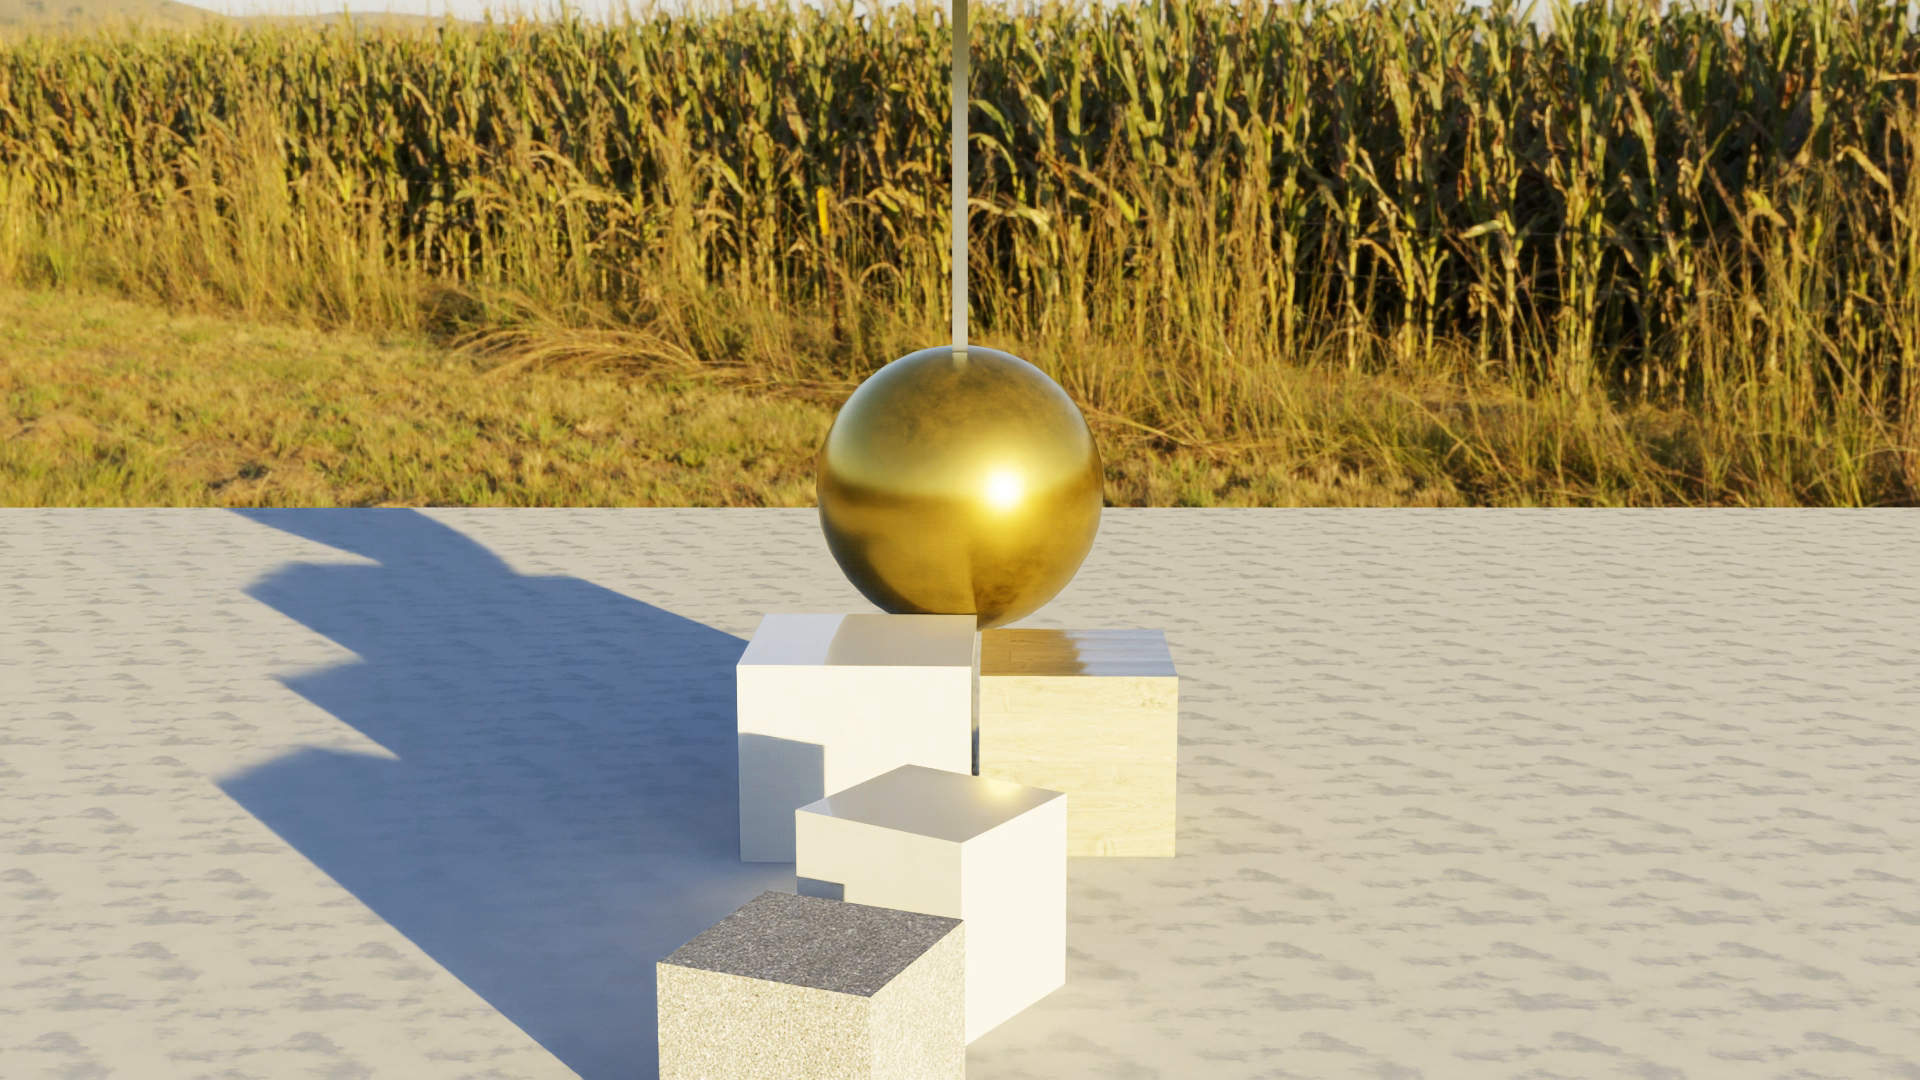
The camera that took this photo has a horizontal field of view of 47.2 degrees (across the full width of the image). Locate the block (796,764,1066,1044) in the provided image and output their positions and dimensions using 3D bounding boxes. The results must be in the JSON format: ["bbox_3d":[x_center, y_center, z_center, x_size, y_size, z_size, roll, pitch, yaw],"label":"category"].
[{"bbox_3d":[-0.111,1.481,9.086,0.801,0.835,0.799,7,12,33],"label":"block"}]

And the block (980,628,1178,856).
[{"bbox_3d":[0.592,1.025,11.369,0.969,0.916,1.064,0,10,1],"label":"block"}]

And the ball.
[{"bbox_3d":[0.000,-0.283,12.209,1.600,1.600,1.600,0,10,0],"label":"ball"}]

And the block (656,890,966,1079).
[{"bbox_3d":[-0.521,1.769,7.966,0.826,0.670,0.818,4,11,23],"label":"block"}]

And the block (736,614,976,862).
[{"bbox_3d":[-0.496,0.994,11.319,1.136,0.994,1.181,0,10,2],"label":"block"}]

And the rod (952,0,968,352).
[{"bbox_3d":[0.000,-3.468,11.018,0.080,5.200,0.080,0,21,0],"label":"rod"}]
